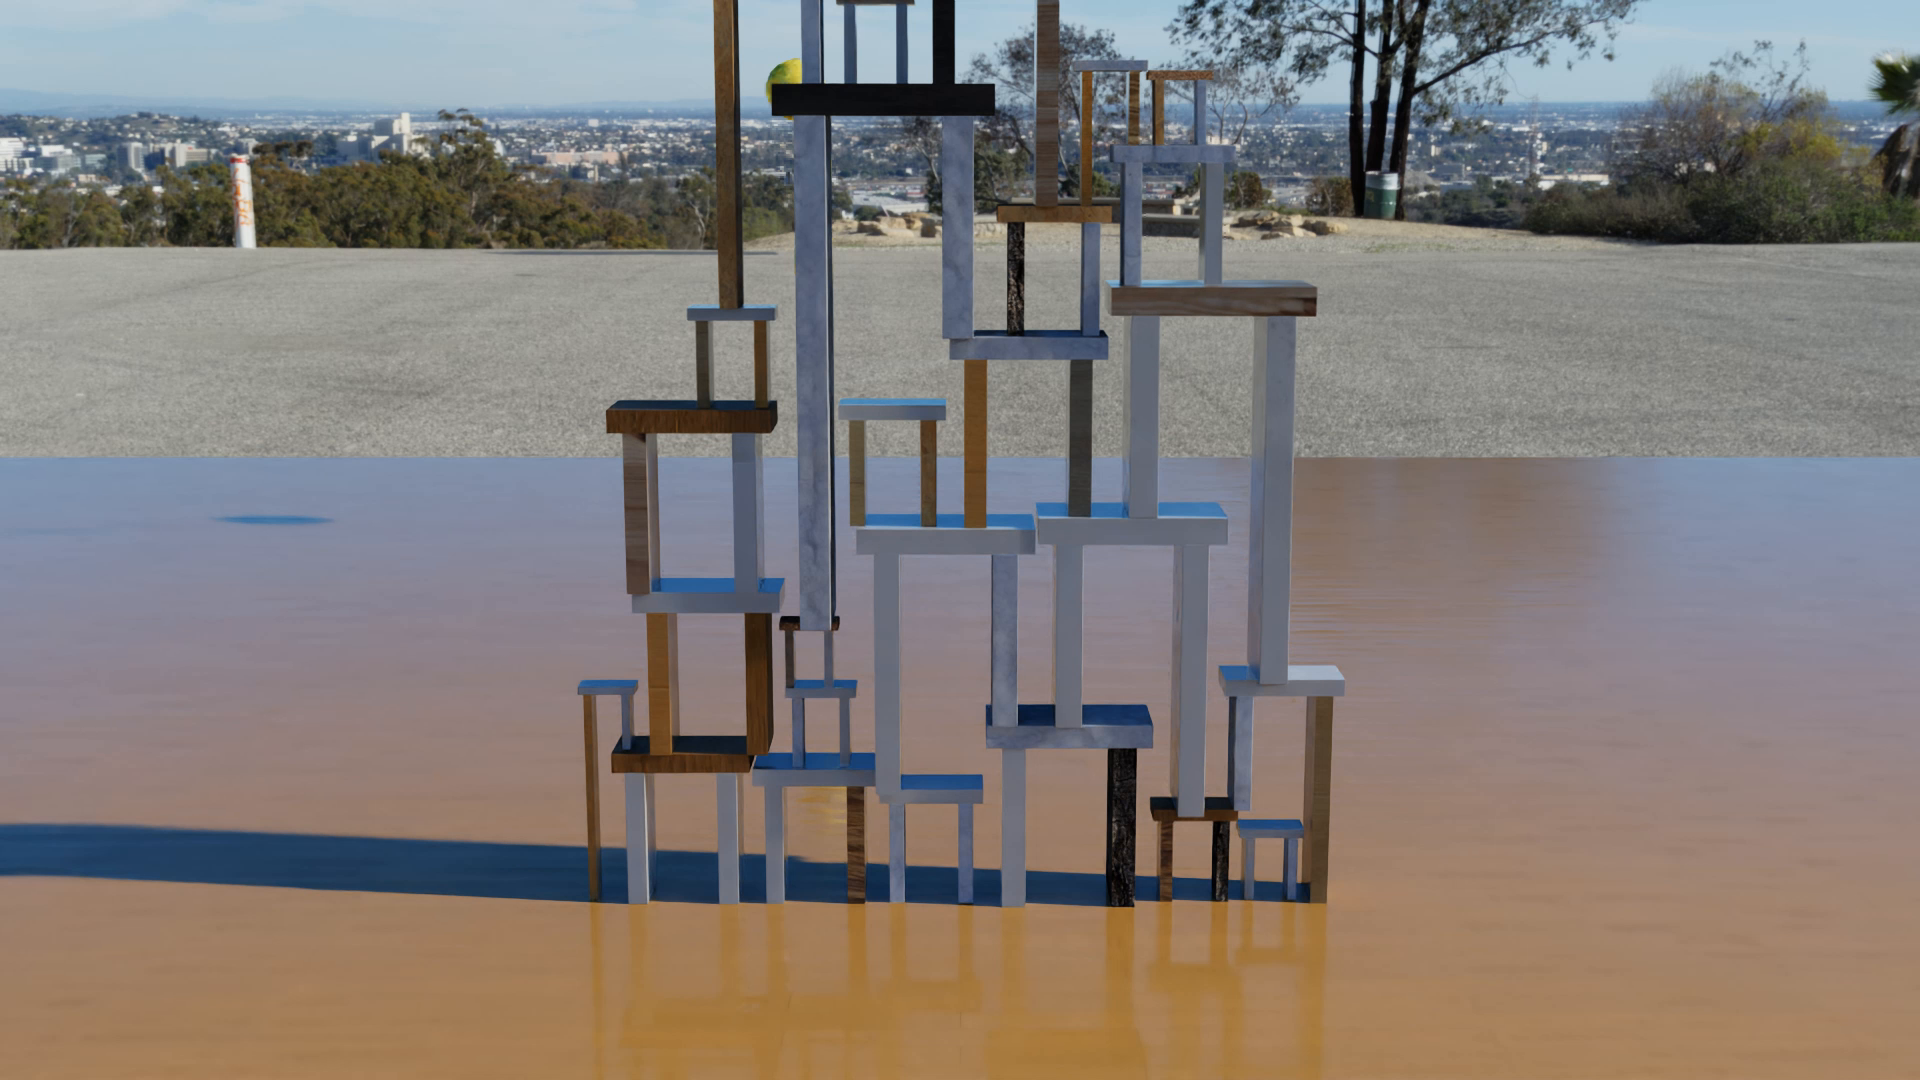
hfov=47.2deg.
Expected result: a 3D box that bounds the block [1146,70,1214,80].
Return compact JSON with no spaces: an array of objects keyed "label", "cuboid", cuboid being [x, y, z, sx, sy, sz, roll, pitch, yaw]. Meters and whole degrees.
[{"label":"block","cuboid":[0.341,-0.723,3.422,0.099,0.014,0.049,0,11,0]}]

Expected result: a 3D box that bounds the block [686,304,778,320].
[{"label":"block","cuboid":[-0.360,-0.361,3.490,0.138,0.020,0.069,0,11,0]}]

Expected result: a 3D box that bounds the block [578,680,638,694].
[{"label":"block","cuboid":[-0.576,0.241,3.603,0.093,0.013,0.046,0,11,0]}]

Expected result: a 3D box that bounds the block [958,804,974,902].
[{"label":"block","cuboid":[0.010,0.507,3.652,0.024,0.170,0.085,0,11,0]}]

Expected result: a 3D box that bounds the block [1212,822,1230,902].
[{"label":"block","cuboid":[0.433,0.523,3.652,0.020,0.139,0.069,0,11,0]}]

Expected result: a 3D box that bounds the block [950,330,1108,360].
[{"label":"block","cuboid":[0.108,-0.311,3.503,0.249,0.035,0.125,0,11,0]}]

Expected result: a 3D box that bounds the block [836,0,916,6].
[{"label":"block","cuboid":[-0.130,-0.837,3.405,0.121,0.017,0.060,0,11,0]}]

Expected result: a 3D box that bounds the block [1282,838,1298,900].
[{"label":"block","cuboid":[0.549,0.538,3.657,0.015,0.106,0.053,0,11,0]}]

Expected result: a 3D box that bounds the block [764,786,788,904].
[{"label":"block","cuboid":[-0.304,0.491,3.652,0.028,0.201,0.100,0,11,0]}]

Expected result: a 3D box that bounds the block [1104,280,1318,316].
[{"label":"block","cuboid":[0.394,-0.384,3.490,0.319,0.045,0.159,0,11,0]}]

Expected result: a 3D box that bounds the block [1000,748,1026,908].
[{"label":"block","cuboid":[0.088,0.457,3.647,0.038,0.269,0.135,0,11,0]}]

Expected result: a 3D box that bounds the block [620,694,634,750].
[{"label":"block","cuboid":[-0.546,0.293,3.612,0.013,0.093,0.046,0,11,0]}]

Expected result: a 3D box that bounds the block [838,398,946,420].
[{"label":"block","cuboid":[-0.107,-0.209,3.518,0.170,0.024,0.085,0,11,1]}]

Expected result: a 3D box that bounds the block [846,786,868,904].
[{"label":"block","cuboid":[-0.171,0.491,3.652,0.028,0.201,0.100,0,11,0]}]

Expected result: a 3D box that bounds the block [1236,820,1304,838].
[{"label":"block","cuboid":[0.514,0.479,3.646,0.106,0.015,0.053,0,11,0]}]

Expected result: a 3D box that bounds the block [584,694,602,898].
[{"label":"block","cuboid":[-0.607,0.419,3.636,0.013,0.349,0.046,0,11,0]}]

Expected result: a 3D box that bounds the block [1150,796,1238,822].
[{"label":"block","cuboid":[0.387,0.445,3.637,0.139,0.020,0.069,0,11,0]}]

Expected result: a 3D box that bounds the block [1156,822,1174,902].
[{"label":"block","cuboid":[0.340,0.523,3.652,0.020,0.139,0.069,0,11,0]}]

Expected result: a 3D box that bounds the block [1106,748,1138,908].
[{"label":"block","cuboid":[0.267,0.457,3.647,0.038,0.269,0.135,0,11,0]}]

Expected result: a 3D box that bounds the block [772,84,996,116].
[{"label":"block","cuboid":[-0.117,-0.686,3.428,0.340,0.048,0.170,0,11,0]}]

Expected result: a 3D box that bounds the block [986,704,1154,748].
[{"label":"block","cuboid":[0.178,0.306,3.619,0.269,0.038,0.135,0,11,0]}]

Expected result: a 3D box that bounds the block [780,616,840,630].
[{"label":"block","cuboid":[-0.245,0.136,3.581,0.095,0.014,0.048,0,11,0]}]

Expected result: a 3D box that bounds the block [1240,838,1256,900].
[{"label":"block","cuboid":[0.478,0.538,3.657,0.015,0.106,0.053,0,11,0]}]

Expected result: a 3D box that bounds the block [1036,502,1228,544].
[{"label":"block","cuboid":[0.274,-0.027,3.549,0.300,0.042,0.150,0,11,0]}]

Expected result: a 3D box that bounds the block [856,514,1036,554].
[{"label":"block","cuboid":[-0.022,-0.010,3.554,0.284,0.040,0.142,0,11,0]}]

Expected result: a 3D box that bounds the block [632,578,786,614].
[{"label":"block","cuboid":[-0.407,0.090,3.578,0.236,0.033,0.118,0,11,0]}]

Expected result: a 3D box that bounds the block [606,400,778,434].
[{"label":"block","cuboid":[-0.427,-0.197,3.519,0.258,0.037,0.129,0,11,0]}]

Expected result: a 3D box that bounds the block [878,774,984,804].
[{"label":"block","cuboid":[-0.047,0.411,3.634,0.170,0.024,0.085,0,11,0]}]

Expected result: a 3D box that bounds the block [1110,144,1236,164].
[{"label":"block","cuboid":[0.332,-0.605,3.446,0.189,0.027,0.095,0,11,0]}]

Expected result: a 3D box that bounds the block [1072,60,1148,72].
[{"label":"block","cuboid":[0.234,-0.738,3.424,0.113,0.016,0.057,0,11,-1]}]

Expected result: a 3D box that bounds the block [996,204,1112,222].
[{"label":"block","cuboid":[0.147,-0.514,3.460,0.177,0.025,0.089,0,11,0]}]

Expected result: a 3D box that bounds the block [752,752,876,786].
[{"label":"block","cuboid":[-0.237,0.379,3.631,0.201,0.028,0.100,0,11,0]}]

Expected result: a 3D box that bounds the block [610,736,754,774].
[{"label":"block","cuboid":[-0.455,0.353,3.629,0.224,0.032,0.112,0,11,0]}]

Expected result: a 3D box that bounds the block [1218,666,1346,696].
[{"label":"block","cuboid":[0.526,0.231,3.603,0.194,0.027,0.097,0,11,0]}]

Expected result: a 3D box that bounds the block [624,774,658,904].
[{"label":"block","cuboid":[-0.530,0.479,3.653,0.032,0.224,0.112,0,11,0]}]

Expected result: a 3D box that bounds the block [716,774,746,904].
[{"label":"block","cuboid":[-0.380,0.479,3.653,0.032,0.224,0.112,0,11,0]}]

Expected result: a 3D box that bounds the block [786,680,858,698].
[{"label":"block","cuboid":[-0.227,0.244,3.603,0.115,0.016,0.058,0,11,0]}]

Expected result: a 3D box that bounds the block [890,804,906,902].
[{"label":"block","cuboid":[-0.104,0.507,3.652,0.024,0.170,0.085,0,11,0]}]
